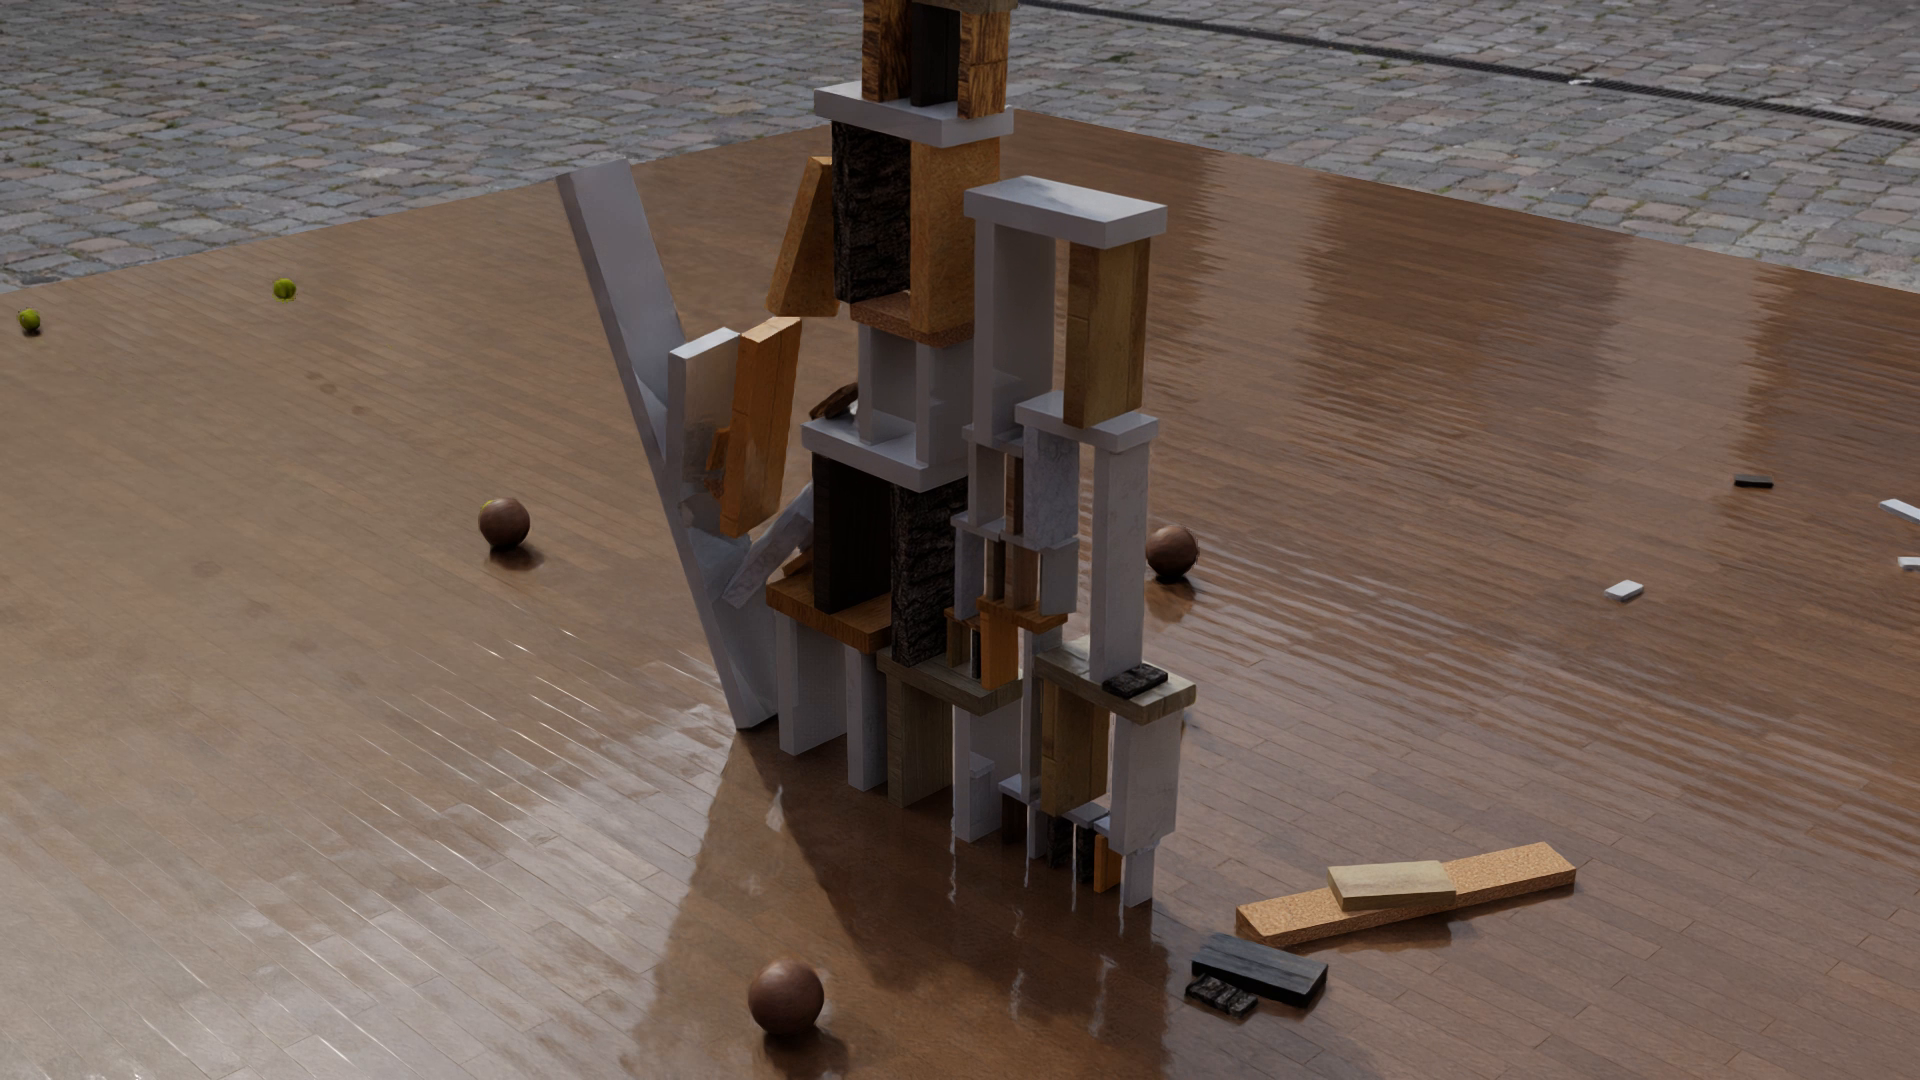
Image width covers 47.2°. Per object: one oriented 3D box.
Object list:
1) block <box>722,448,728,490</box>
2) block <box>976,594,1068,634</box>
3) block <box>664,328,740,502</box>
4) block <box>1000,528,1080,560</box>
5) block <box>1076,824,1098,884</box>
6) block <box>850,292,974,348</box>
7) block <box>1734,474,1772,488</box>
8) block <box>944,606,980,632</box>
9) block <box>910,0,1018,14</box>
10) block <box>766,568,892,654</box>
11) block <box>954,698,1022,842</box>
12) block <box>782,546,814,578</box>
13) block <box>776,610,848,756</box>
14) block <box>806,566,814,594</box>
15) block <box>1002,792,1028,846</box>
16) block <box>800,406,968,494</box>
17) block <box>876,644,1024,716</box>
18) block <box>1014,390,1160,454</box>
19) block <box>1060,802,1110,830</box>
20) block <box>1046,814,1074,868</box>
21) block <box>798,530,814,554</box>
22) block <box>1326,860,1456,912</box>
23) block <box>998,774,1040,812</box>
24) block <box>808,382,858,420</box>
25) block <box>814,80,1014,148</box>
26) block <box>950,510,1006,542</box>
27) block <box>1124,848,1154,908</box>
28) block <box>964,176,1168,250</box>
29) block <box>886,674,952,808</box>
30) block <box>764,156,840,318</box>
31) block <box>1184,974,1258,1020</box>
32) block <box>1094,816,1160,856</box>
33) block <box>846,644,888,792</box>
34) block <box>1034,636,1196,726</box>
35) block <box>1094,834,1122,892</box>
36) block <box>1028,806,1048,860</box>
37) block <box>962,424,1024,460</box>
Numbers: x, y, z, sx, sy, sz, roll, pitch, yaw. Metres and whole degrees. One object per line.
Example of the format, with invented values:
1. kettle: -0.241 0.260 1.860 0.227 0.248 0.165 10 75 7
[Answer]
1. block: -0.481 -0.152 4.632 0.013 0.091 0.045 15 21 23
2. block: 0.116 0.132 4.157 0.161 0.023 0.081 21 31 39
3. block: -0.541 -0.263 4.617 0.048 0.336 0.168 25 36 28
4. block: 0.147 -0.002 4.071 0.136 0.019 0.068 21 30 39
5. block: 0.248 0.592 4.209 0.017 0.121 0.061 20 30 41
6. block: -0.081 -0.416 4.132 0.121 0.034 0.242 -21 31 -40
7. block: 2.211 -0.164 6.130 0.099 0.014 0.050 5 23 11
8. block: 0.022 0.150 4.273 0.052 0.015 0.103 -20 30 -40
9. block: 0.004 -0.942 3.815 0.091 0.026 0.182 -21 31 -39
10. block: -0.235 0.140 4.538 0.163 0.046 0.326 -20 30 -39
11. block: 0.056 0.440 4.352 0.145 0.291 0.041 -21 31 -41
12. block: -0.300 0.030 4.596 0.075 0.021 0.150 -18 -11 -46
13. block: -0.311 0.281 4.681 0.163 0.326 0.046 -21 31 -41
14. block: -0.265 0.036 4.532 0.021 0.150 0.075 40 41 27
15. block: 0.108 0.542 4.340 0.016 0.113 0.056 21 31 40
16. block: -0.135 -0.182 4.302 0.170 0.048 0.339 -21 32 -41
17. block: -0.013 0.260 4.350 0.291 0.041 0.145 21 31 41
18. block: 0.224 -0.212 3.898 0.234 0.033 0.117 19 29 38
19. block: 0.223 0.515 4.214 0.061 0.017 0.122 -19 29 -39
20. block: 0.195 0.570 4.261 0.017 0.121 0.061 18 28 37
21. block: -0.269 -0.026 4.532 0.075 0.021 0.150 -19 -15 -42
22. block: 0.807 0.647 4.118 0.215 0.030 0.108 -3 23 -6
23. block: 0.135 0.492 4.292 0.056 0.016 0.113 -20 30 -39
24. block: -0.243 -0.279 4.375 0.063 0.018 0.127 -24 -4 -39
25. block: -0.086 -0.779 3.989 0.174 0.049 0.347 -20 31 -39
26. block: 0.049 -0.028 4.162 0.125 0.018 0.063 20 30 40
27. block: 0.337 0.627 4.130 0.059 0.119 0.017 -17 29 -36
28. block: 0.179 -0.569 3.804 0.326 0.046 0.163 20 30 40
29. block: -0.081 0.386 4.478 0.041 0.291 0.145 21 31 41
30. block: -0.267 -0.587 4.278 0.157 0.313 0.044 -6 32 -47
31. block: 0.458 0.800 3.856 0.114 0.016 0.057 18 29 36
32. block: 0.313 0.552 4.132 0.059 0.017 0.119 -18 30 -37
33. block: -0.158 0.341 4.540 0.046 0.326 0.163 21 31 41
34. block: 0.283 0.256 4.042 0.139 0.039 0.277 -19 29 -38
35. block: 0.281 0.606 4.180 0.017 0.119 0.059 21 31 41
36. block: 0.160 0.562 4.292 0.056 0.112 0.016 -20 30 -39
37. block: 0.086 -0.189 4.059 0.156 0.022 0.078 21 30 40
